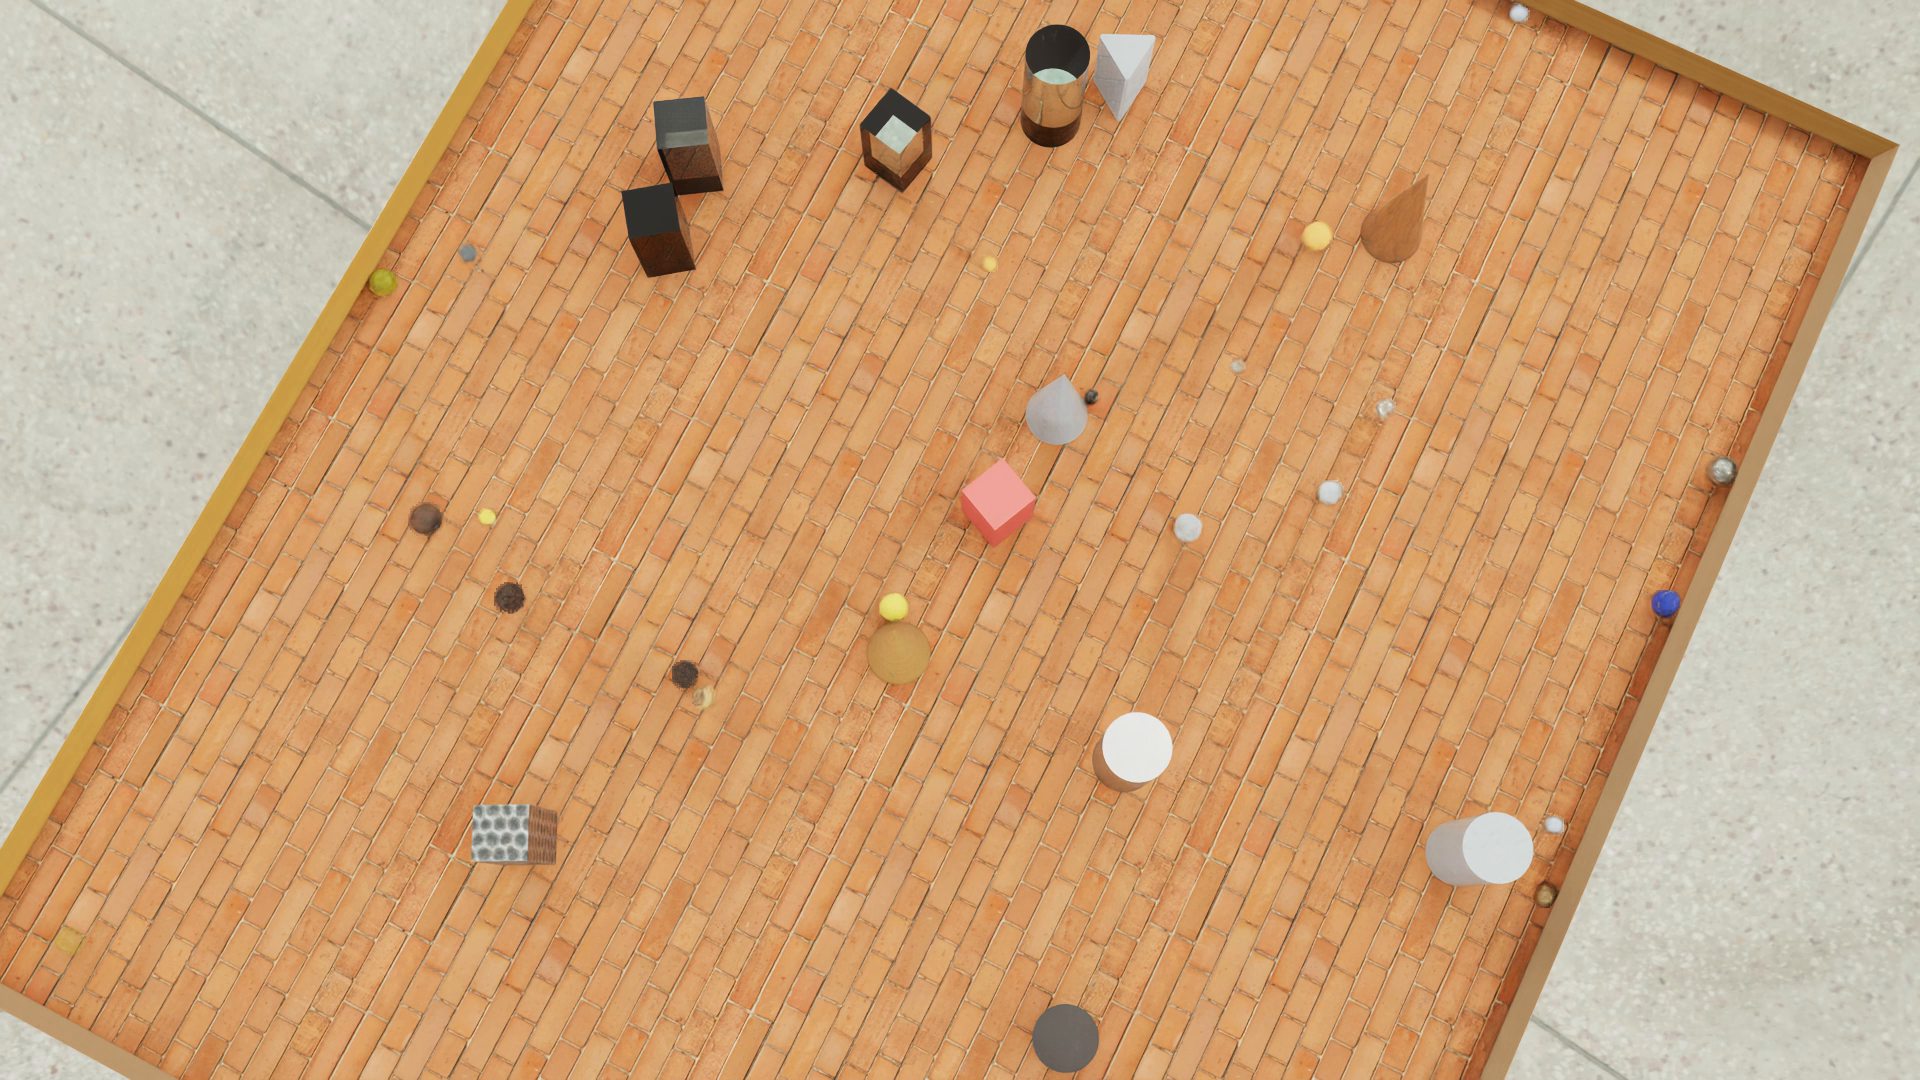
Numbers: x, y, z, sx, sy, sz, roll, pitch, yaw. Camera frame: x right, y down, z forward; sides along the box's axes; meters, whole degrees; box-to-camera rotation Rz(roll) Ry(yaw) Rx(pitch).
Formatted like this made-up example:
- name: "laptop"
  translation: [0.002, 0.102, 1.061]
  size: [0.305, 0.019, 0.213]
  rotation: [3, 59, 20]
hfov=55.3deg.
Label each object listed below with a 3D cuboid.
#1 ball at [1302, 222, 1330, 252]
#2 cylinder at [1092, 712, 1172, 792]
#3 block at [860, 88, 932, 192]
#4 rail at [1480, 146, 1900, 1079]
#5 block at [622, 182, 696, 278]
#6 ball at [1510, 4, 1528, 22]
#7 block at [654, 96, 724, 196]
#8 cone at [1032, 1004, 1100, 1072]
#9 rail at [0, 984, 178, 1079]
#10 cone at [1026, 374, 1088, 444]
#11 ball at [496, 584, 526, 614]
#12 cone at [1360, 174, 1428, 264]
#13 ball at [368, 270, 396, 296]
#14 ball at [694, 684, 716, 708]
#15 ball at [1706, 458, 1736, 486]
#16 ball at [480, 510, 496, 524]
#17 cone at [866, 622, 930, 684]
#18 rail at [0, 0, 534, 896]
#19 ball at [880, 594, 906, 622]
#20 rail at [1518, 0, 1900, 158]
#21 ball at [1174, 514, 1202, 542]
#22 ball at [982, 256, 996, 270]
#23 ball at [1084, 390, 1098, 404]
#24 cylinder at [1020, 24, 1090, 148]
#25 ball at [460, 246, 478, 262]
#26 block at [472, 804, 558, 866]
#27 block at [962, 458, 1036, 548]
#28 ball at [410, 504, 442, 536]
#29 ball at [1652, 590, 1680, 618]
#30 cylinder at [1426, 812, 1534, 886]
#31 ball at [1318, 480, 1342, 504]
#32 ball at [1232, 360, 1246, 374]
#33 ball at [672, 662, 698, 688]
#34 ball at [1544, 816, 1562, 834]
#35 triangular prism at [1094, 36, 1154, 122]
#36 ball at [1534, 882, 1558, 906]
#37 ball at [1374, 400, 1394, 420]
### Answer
- name: "ball"
  translation: [1.122, -0.955, 5.768]
  size: [0.090, 0.090, 0.090]
  rotation: [0, 78, 0]
- name: "cylinder"
  translation: [0.492, 0.616, 5.279]
  size: [0.194, 0.411, 0.194]
  rotation: [0, 78, 0]
- name: "block"
  translation: [-0.197, -1.243, 5.717]
  size: [0.155, 0.307, 0.155]
  rotation: [37, 81, 7]
- name: "rail"
  translation: [1.834, 0.904, 5.364]
  size: [0.045, 0.126, 4.890]
  rotation: [26, 80, 5]
- name: "block"
  translation: [-0.925, -0.950, 5.641]
  size: [0.155, 0.337, 0.155]
  rotation: [-11, 79, -2]
- name: "ball"
  translation: [1.811, -1.710, 5.942]
  size: [0.056, 0.056, 0.056]
  rotation: [0, 78, 0]
- name: "block"
  translation: [-0.840, -1.218, 5.685]
  size: [0.155, 0.359, 0.155]
  rotation: [-6, 78, -1]
- name: "cone"
  translation: [0.307, 1.399, 5.090]
  size: [0.194, 0.464, 0.194]
  rotation: [0, 78, 0]
- name: "rail"
  translation: [-1.083, 2.128, 5.111]
  size: [4.148, 0.126, 0.045]
  rotation: [26, 80, 5]
- name: "cone"
  translation: [0.301, -0.434, 5.483]
  size: [0.194, 0.437, 0.194]
  rotation: [0, 78, 0]
- name: "ball"
  translation: [-1.357, 0.176, 5.535]
  size: [0.088, 0.088, 0.088]
  rotation: [0, 78, 0]
- name: "cone"
  translation: [1.368, -1.019, 5.581]
  size: [0.194, 0.483, 0.194]
  rotation: [0, 78, 0]
- name: "ball"
  translation: [-1.808, -0.804, 5.740]
  size: [0.085, 0.085, 0.085]
  rotation: [0, 78, 0]
- name: "ball"
  translation: [-0.763, 0.468, 5.485]
  size: [0.069, 0.069, 0.069]
  rotation: [0, 78, 0]
- name: "ball"
  translation: [2.332, -0.208, 5.614]
  size: [0.090, 0.090, 0.090]
  rotation: [0, 78, 0]
- name: "ball"
  translation: [-1.445, -0.070, 5.607]
  size: [0.048, 0.048, 0.048]
  rotation: [0, 78, 0]
- name: "cone"
  translation: [-0.185, 0.295, 5.323]
  size: [0.194, 0.456, 0.194]
  rotation: [0, 78, 0]
- name: "rail"
  translation: [-1.834, -0.891, 5.736]
  size: [0.045, 0.126, 4.890]
  rotation: [26, 80, 5]
- name: "ball"
  translation: [-0.202, 0.203, 5.531]
  size: [0.084, 0.084, 0.084]
  rotation: [0, 78, 0]
- name: "rail"
  translation: [1.083, -2.114, 5.989]
  size: [4.148, 0.126, 0.045]
  rotation: [26, 80, 5]
- name: "ball"
  translation: [0.693, -0.035, 5.580]
  size: [0.085, 0.085, 0.085]
  rotation: [0, 78, 0]
- name: "ball"
  translation: [0.093, -0.871, 5.774]
  size: [0.046, 0.046, 0.046]
  rotation: [0, 78, 0]
- name: "ball"
  translation: [0.408, -0.443, 5.686]
  size: [0.043, 0.043, 0.043]
  rotation: [0, 78, 0]
- name: "cylinder"
  translation: [0.291, -1.399, 5.674]
  size: [0.194, 0.455, 0.194]
  rotation: [0, 78, 0]
- name: "ball"
  translation: [-1.549, -0.903, 5.777]
  size: [0.052, 0.052, 0.052]
  rotation: [0, 78, 0]
- name: "block"
  translation: [-1.273, 0.848, 5.254]
  size: [0.155, 0.366, 0.155]
  rotation: [-1, 78, 0]
- name: "block"
  translation: [0.114, -0.108, 5.507]
  size: [0.155, 0.258, 0.155]
  rotation: [-38, 81, -7]
- name: "ball"
  translation: [-1.625, -0.063, 5.581]
  size: [0.096, 0.096, 0.096]
  rotation: [0, 78, 0]
- name: "ball"
  translation: [2.131, 0.194, 5.535]
  size: [0.081, 0.081, 0.081]
  rotation: [0, 78, 0]
- name: "cylinder"
  translation: [1.474, 0.885, 5.223]
  size: [0.194, 0.411, 0.194]
  rotation: [0, 78, 0]
- name: "ball"
  translation: [1.132, -0.144, 5.609]
  size: [0.074, 0.074, 0.074]
  rotation: [0, 78, 0]
- name: "ball"
  translation: [0.868, -0.541, 5.706]
  size: [0.043, 0.043, 0.043]
  rotation: [0, 78, 0]
- name: "ball"
  translation: [-0.822, 0.403, 5.494]
  size: [0.077, 0.077, 0.077]
  rotation: [0, 78, 0]
- name: "ball"
  translation: [1.754, 0.842, 5.417]
  size: [0.050, 0.050, 0.050]
  rotation: [0, 78, 0]
- name: "triangular prism"
  translation: [0.493, -1.484, 5.771]
  size: [0.145, 0.298, 0.168]
  rotation: [31, 80, 6]
- name: "ball"
  translation: [1.716, 1.038, 5.366]
  size: [0.069, 0.069, 0.069]
  rotation: [0, 78, 0]
- name: "ball"
  translation: [1.313, -0.404, 5.669]
  size: [0.060, 0.060, 0.060]
  rotation: [0, 78, 0]
